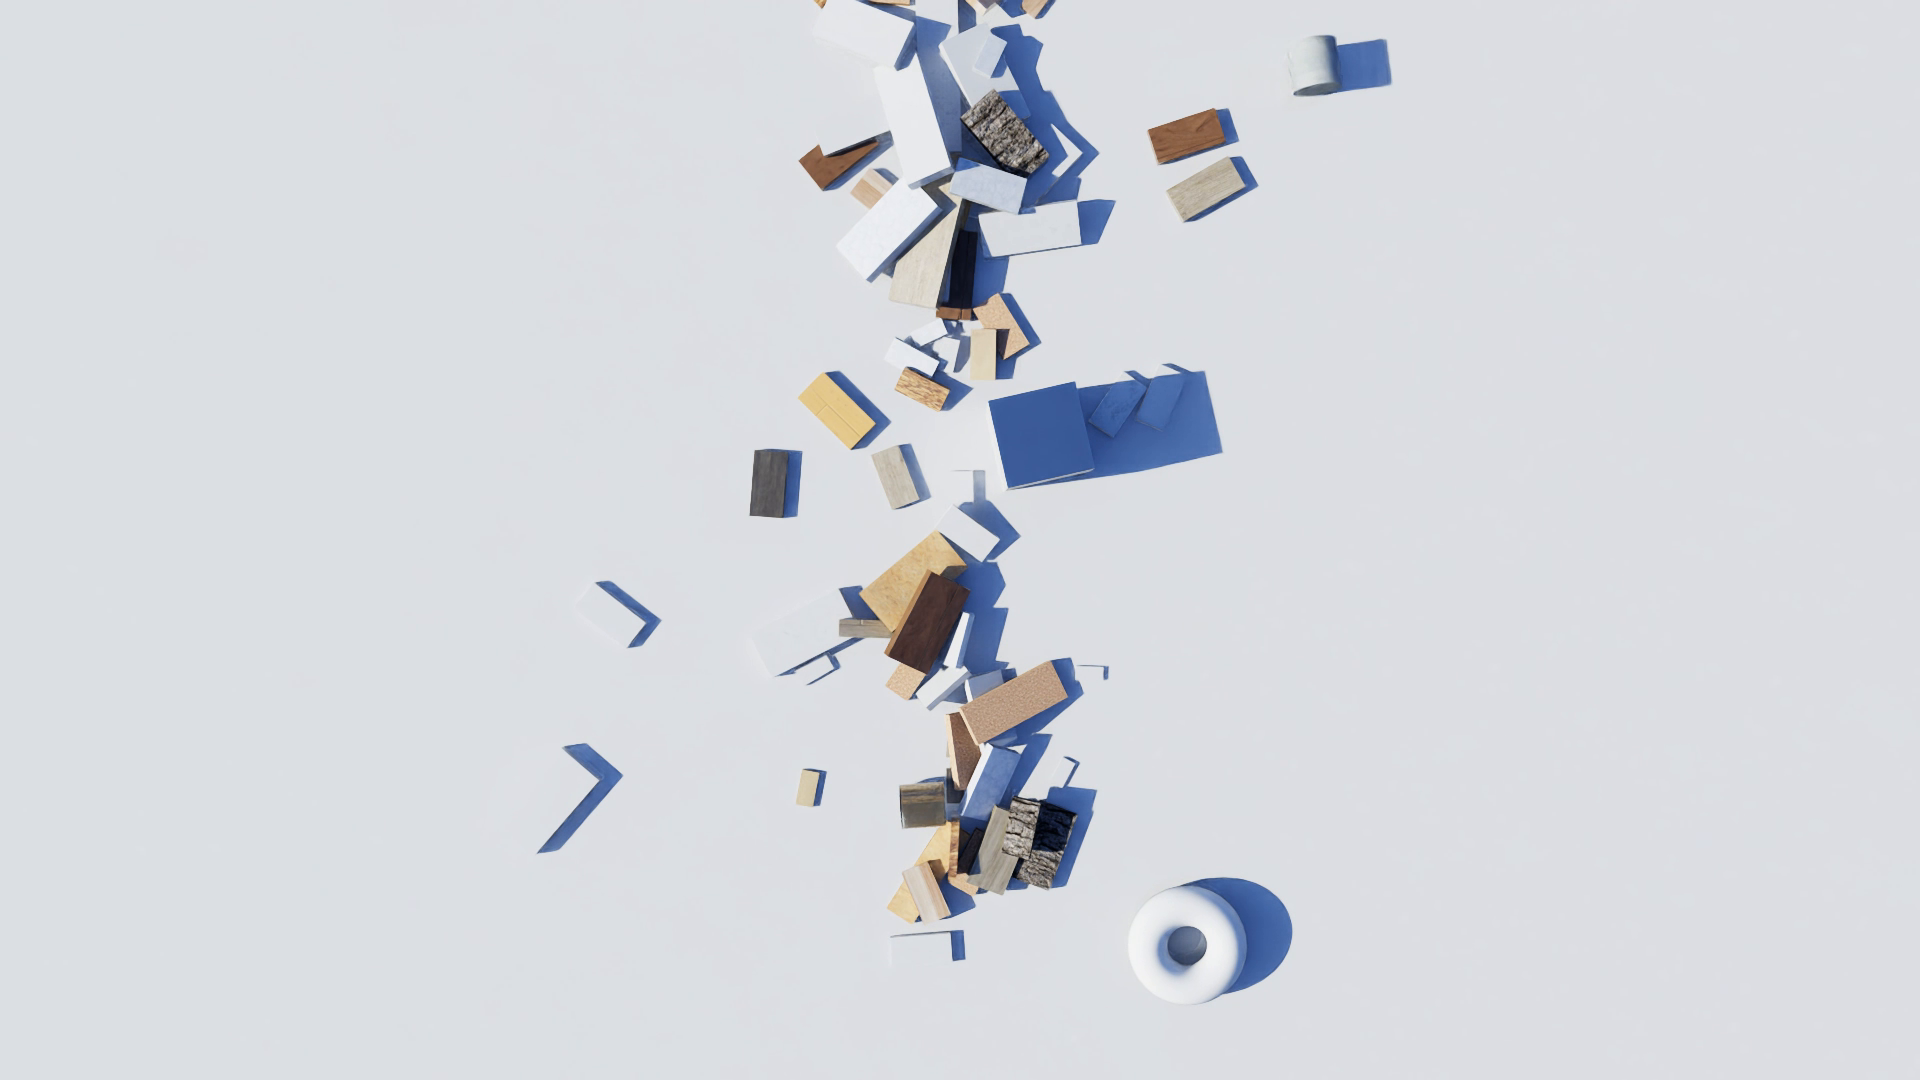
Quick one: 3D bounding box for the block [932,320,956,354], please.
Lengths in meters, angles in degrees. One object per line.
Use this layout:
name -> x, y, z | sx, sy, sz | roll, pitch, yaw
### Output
block -> -0.052, -0.674, 5.492 | 0.057, 0.016, 0.113 | 12, 90, 0

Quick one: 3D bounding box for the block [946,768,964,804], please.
block -> -0.016, 0.816, 5.477 | 0.058, 0.017, 0.117 | 0, 99, 0

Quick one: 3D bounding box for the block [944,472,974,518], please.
block -> -0.005, -0.130, 5.486 | 0.098, 0.028, 0.195 | -1, 90, 0

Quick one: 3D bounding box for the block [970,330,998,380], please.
block -> 0.079, -0.615, 5.471 | 0.084, 0.024, 0.167 | 2, 97, 11

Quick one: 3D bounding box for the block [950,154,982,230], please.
block -> -0.015, -1.154, 5.467 | 0.116, 0.033, 0.232 | 15, 90, 18

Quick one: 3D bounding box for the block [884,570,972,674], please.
block -> -0.107, 0.269, 5.419 | 0.156, 0.044, 0.312 | 27, 92, -23

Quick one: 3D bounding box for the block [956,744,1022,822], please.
block -> 0.096, 0.800, 5.436 | 0.125, 0.035, 0.250 | 19, 98, -36

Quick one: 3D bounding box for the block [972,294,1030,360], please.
block -> 0.136, -0.710, 5.486 | 0.099, 0.028, 0.199 | -32, 90, 0

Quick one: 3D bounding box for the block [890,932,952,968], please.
block -> -0.129, 1.363, 5.486 | 0.202, 0.029, 0.101 | -4, 90, 0

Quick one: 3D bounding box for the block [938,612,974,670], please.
block -> -0.013, 0.327, 5.457 | 0.026, 0.092, 0.184 | 15, 90, -42

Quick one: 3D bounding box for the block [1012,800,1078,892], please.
block -> 0.279, 1.014, 5.481 | 0.134, 0.038, 0.268 | 21, 90, 0

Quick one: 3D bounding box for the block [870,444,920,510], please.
block -> -0.216, -0.208, 5.486 | 0.098, 0.028, 0.195 | -21, 90, 0

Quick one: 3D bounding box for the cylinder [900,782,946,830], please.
cylinder -> -0.122, 0.873, 5.428 | 0.145, 0.145, 0.145 | -4, 90, 0

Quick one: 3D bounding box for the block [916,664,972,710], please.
block -> -0.055, 0.476, 5.455 | 0.184, 0.092, 0.026 | -41, 127, 0

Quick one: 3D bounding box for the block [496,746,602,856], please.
block -> -1.365, 0.867, 5.476 | 0.166, 0.047, 0.332 | 41, 90, 0

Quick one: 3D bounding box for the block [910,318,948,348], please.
block -> -0.102, -0.687, 5.480 | 0.113, 0.016, 0.057 | -24, 84, 9

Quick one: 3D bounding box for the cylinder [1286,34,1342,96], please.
cylinder -> 1.163, -1.557, 5.422 | 0.157, 0.157, 0.157 | -8, 90, 0

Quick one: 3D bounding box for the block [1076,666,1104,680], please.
block -> 0.431, 0.444, 5.493 | 0.093, 0.013, 0.046 | 2, 90, 0

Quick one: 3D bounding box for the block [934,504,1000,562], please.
block -> 0.024, -0.025, 5.460 | 0.195, 0.028, 0.098 | 36, 102, -9

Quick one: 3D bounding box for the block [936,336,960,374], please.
block -> -0.040, -0.615, 5.475 | 0.057, 0.016, 0.113 | 13, 108, 0

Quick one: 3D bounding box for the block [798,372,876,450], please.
block -> -0.410, -0.429, 5.483 | 0.245, 0.035, 0.122 | 45, 90, 0

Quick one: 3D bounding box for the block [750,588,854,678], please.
block -> -0.513, 0.309, 5.476 | 0.332, 0.047, 0.166 | -27, 90, 0

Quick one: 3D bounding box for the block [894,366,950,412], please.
block -> -0.125, -0.500, 5.474 | 0.167, 0.024, 0.084 | 27, 111, 0

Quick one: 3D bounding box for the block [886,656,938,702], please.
block -> -0.161, 0.434, 5.487 | 0.092, 0.026, 0.184 | 34, 90, 0

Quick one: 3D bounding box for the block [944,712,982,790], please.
block -> 0.027, 0.691, 5.453 | 0.125, 0.035, 0.250 | -8, 90, -29

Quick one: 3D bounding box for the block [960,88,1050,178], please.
block -> 0.148, -1.321, 5.415 | 0.143, 0.041, 0.286 | -42, 98, -3

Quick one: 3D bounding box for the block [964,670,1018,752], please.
block -> 0.103, 0.569, 5.458 | 0.125, 0.035, 0.250 | -14, 90, -25

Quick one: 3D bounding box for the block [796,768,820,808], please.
block -> -0.508, 0.826, 5.492 | 0.058, 0.017, 0.117 | 11, 90, 0

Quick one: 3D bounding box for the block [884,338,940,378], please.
block -> -0.159, -0.597, 5.476 | 0.167, 0.024, 0.084 | 29, 108, 0

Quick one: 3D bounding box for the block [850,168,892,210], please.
block -> -0.246, -1.125, 5.484 | 0.220, 0.031, 0.110 | 39, 90, 0

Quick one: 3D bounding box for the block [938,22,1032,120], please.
block -> 0.083, -1.518, 5.451 | 0.168, 0.048, 0.337 | -27, 94, -9

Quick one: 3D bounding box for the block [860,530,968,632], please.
block -> -0.154, 0.135, 5.454 | 0.332, 0.047, 0.166 | -40, 90, -8

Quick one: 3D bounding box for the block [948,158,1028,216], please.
block -> 0.090, -1.152, 5.373 | 0.235, 0.033, 0.117 | 16, 88, -12

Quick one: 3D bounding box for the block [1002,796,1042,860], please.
block -> 0.202, 0.943, 5.405 | 0.095, 0.027, 0.189 | 12, 93, 14

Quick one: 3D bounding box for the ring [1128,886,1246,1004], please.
ring -> 0.749, 1.336, 5.436 | 0.392, 0.131, 0.392 | 0, 90, 1
